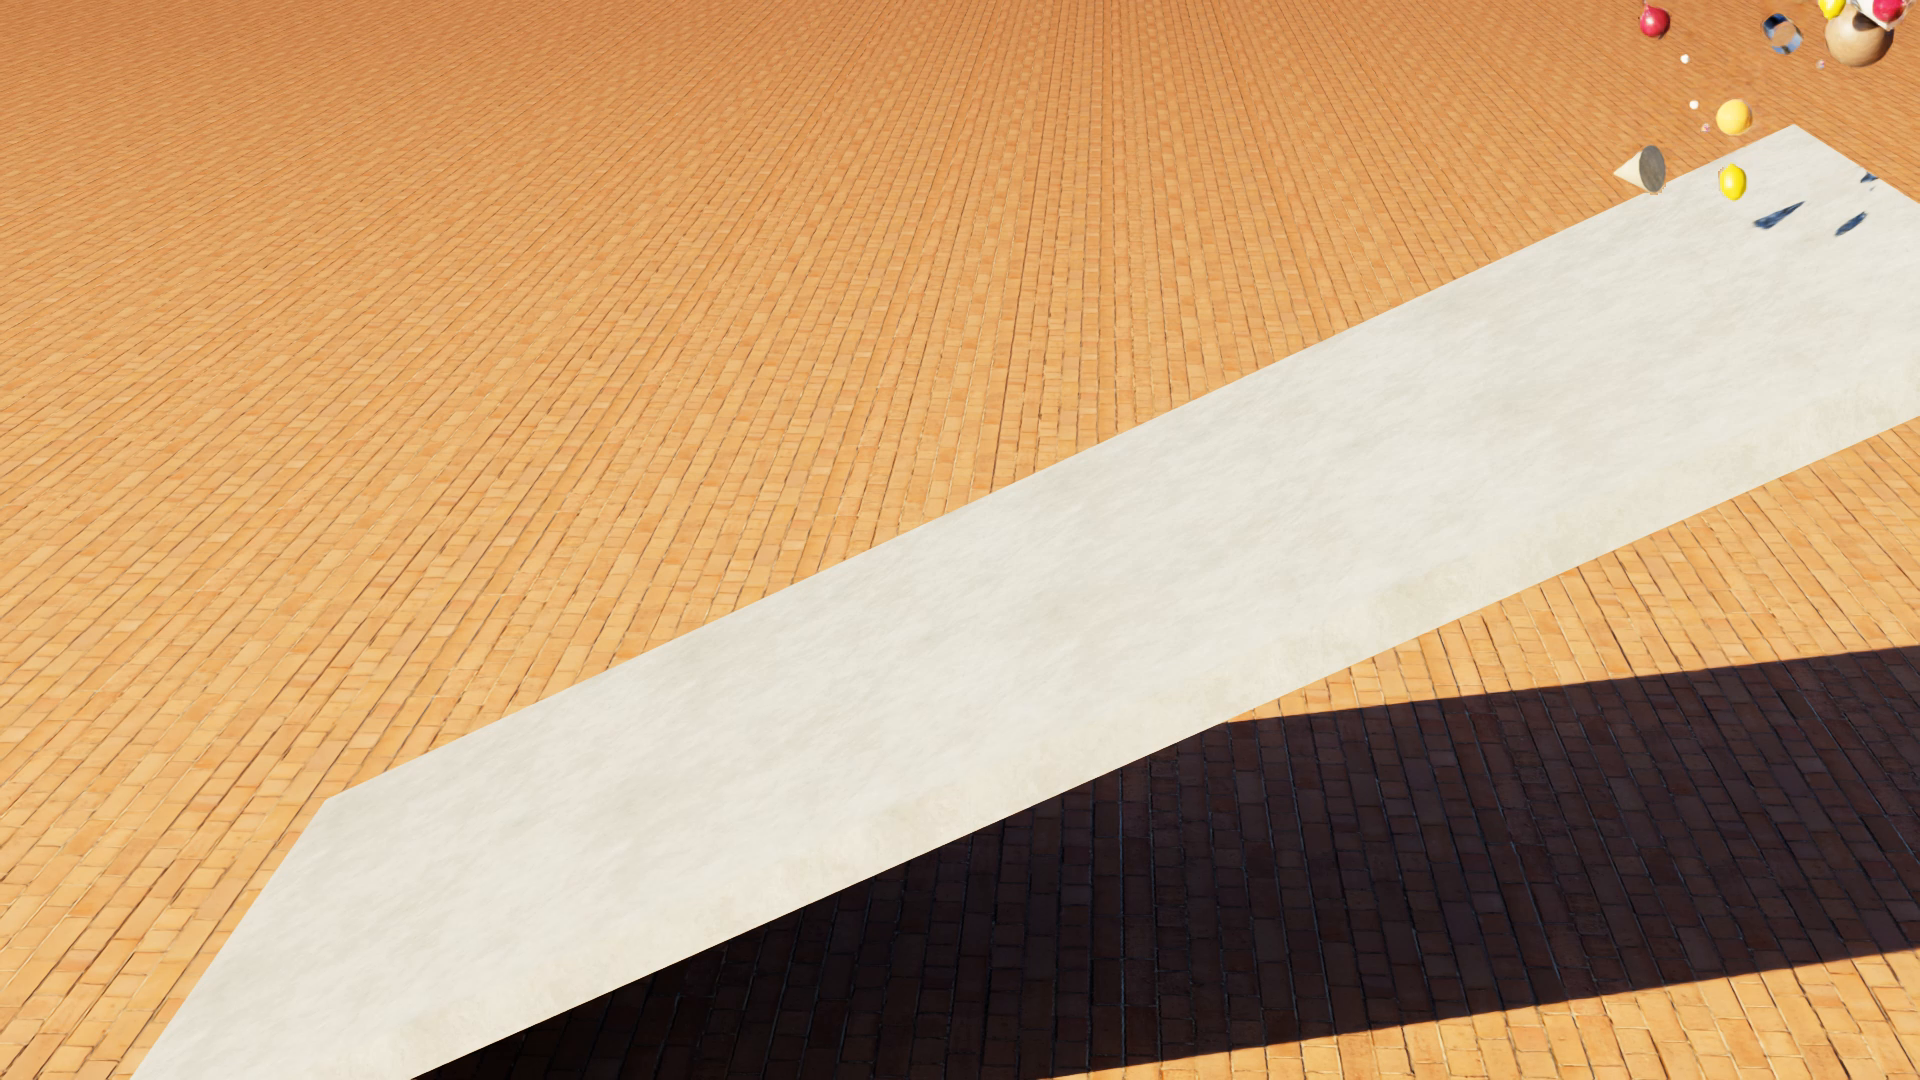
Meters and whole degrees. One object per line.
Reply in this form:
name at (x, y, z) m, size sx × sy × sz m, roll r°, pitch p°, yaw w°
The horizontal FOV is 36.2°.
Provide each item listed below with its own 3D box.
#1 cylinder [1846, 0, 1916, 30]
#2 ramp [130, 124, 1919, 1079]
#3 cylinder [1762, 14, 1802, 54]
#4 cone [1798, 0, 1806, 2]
cylinder at (1.761, -1.039, 5.611) m, size 0.097 × 0.097 × 0.097 m, roll 42°, pitch 35°, yaw 22°
ramp at (0.137, 0.168, 6.281) m, size 4.000 × 0.100 × 2.000 m, roll -25°, pitch 14°, yaw 9°
cylinder at (1.591, -0.980, 5.696) m, size 0.060 × 0.060 × 0.060 m, roll -1°, pitch 32°, yaw -4°
cone at (1.676, -1.087, 5.837) m, size 0.075 × 0.075 × 0.075 m, roll 0°, pitch -23°, yaw 1°
